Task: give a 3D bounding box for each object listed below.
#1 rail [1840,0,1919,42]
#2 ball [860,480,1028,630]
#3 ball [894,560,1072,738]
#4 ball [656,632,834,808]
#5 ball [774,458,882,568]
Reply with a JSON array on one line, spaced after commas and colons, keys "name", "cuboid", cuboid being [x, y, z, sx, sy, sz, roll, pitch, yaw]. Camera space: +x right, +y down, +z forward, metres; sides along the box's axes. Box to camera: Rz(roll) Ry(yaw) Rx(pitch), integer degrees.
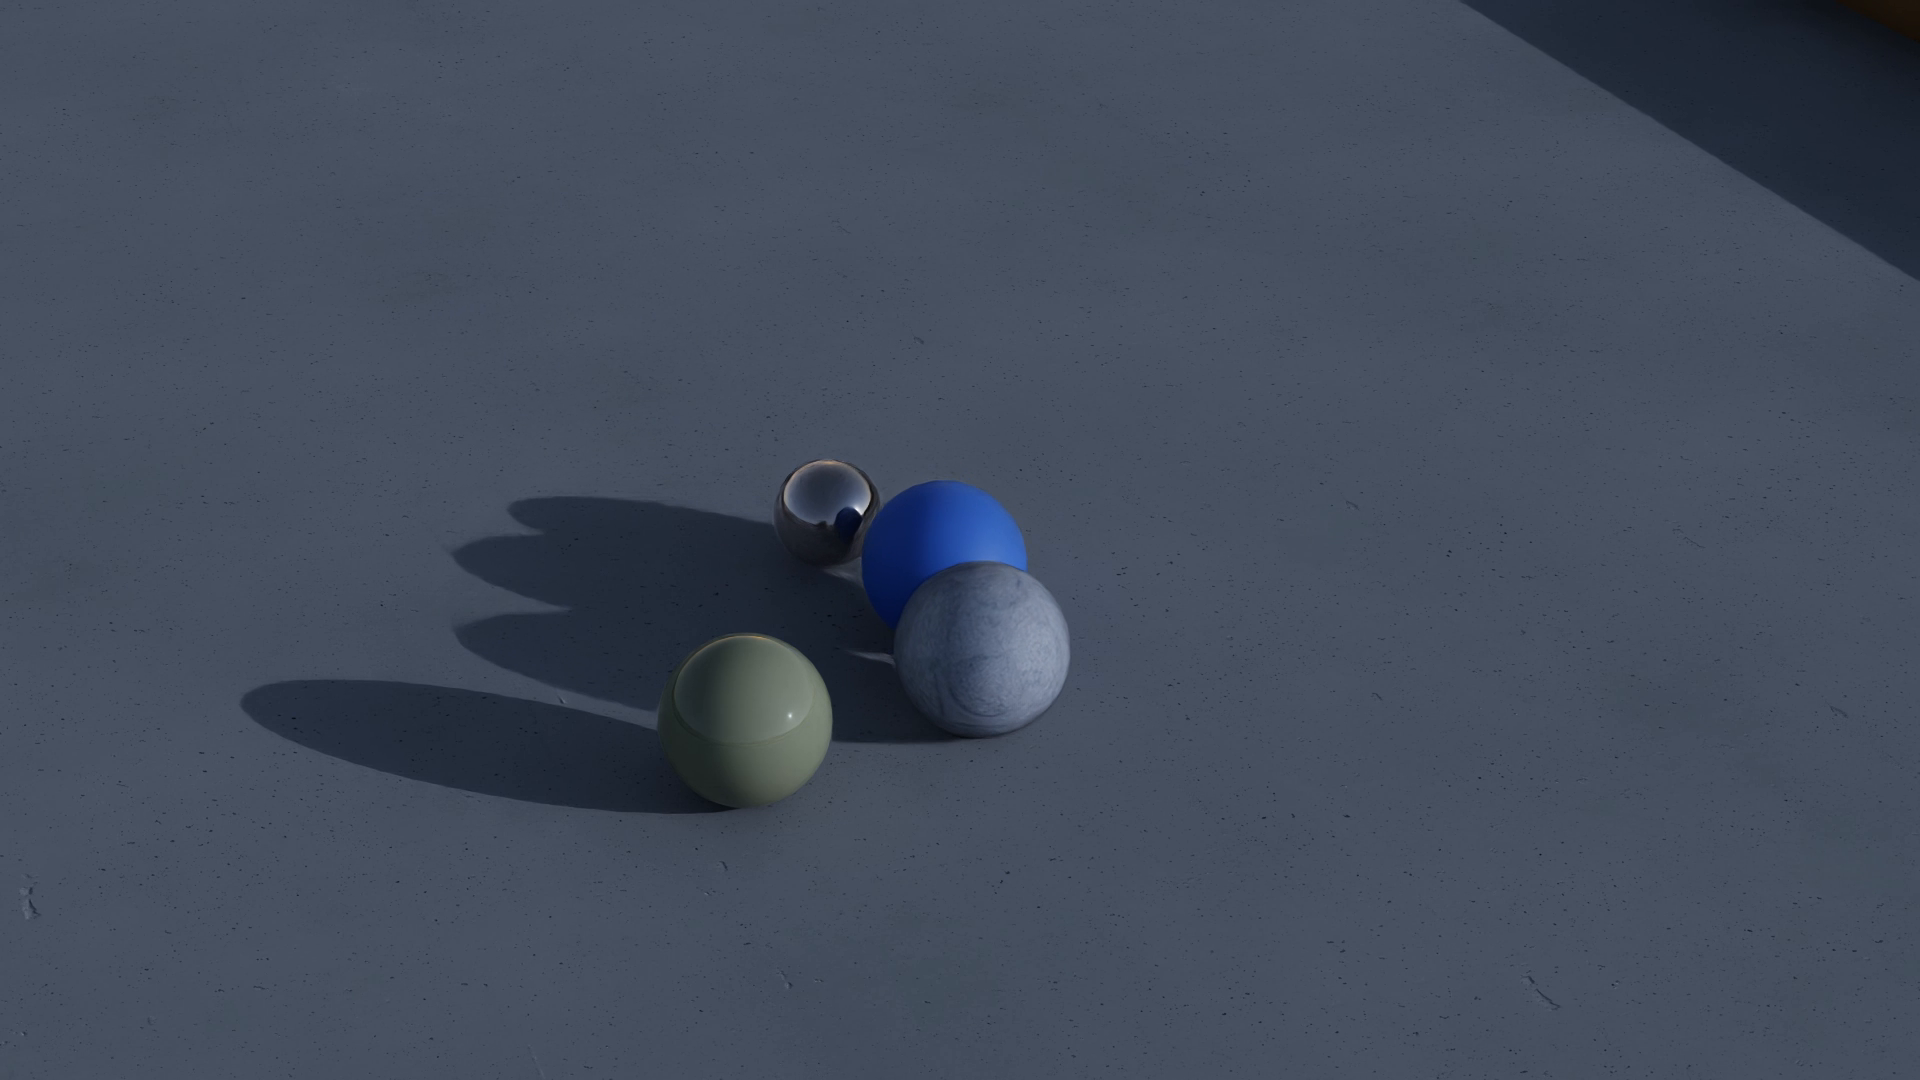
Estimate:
[{"name": "rail", "cuboid": [0.643, -0.716, 2.950, 0.045, 0.128, 4.288, -11, 32, -19]}, {"name": "ball", "cuboid": [-0.009, 0.014, 1.705, 0.097, 0.097, 0.097, 0, 30, 0]}, {"name": "ball", "cuboid": [0.012, 0.060, 1.622, 0.098, 0.098, 0.098, 0, 30, 0]}, {"name": "ball", "cuboid": [-0.114, 0.096, 1.564, 0.094, 0.094, 0.094, 0, 30, 0]}, {"name": "ball", "cuboid": [-0.080, -0.017, 1.788, 0.066, 0.066, 0.066, 0, 30, 0]}]
